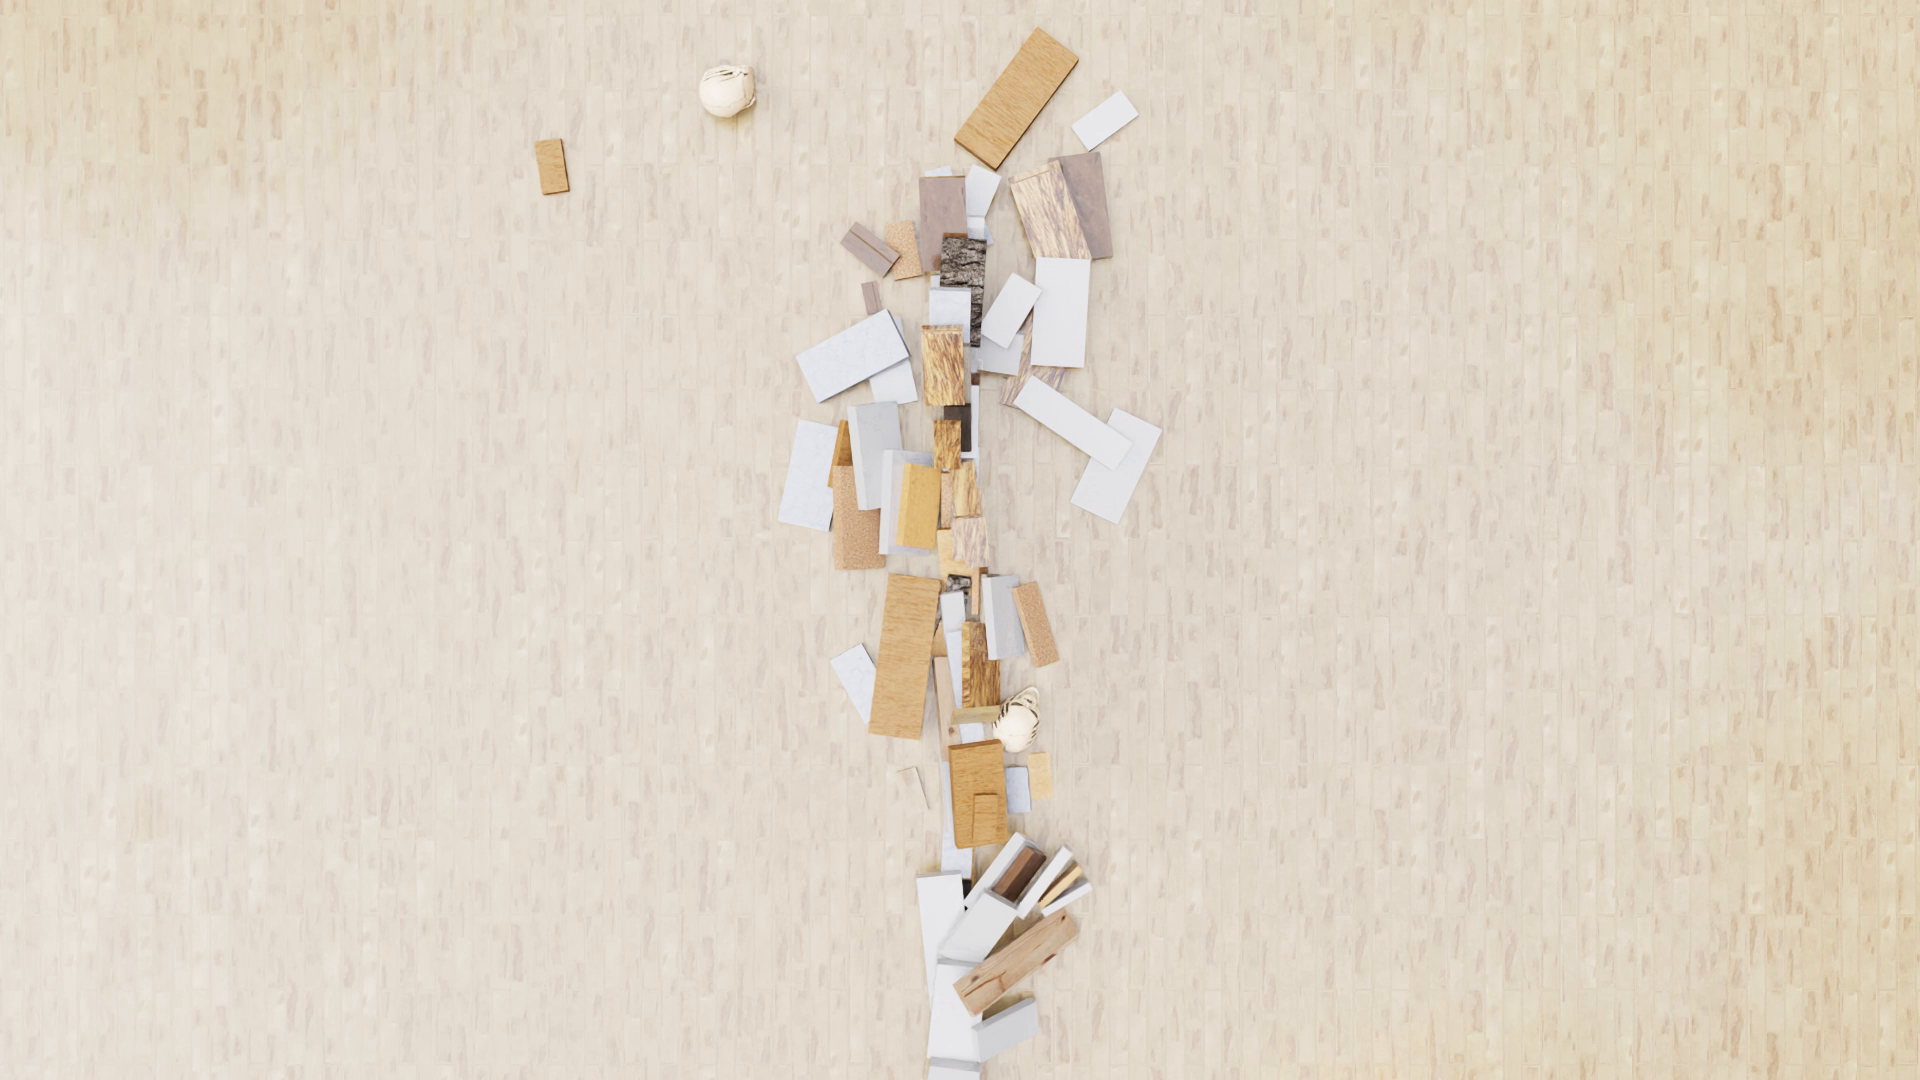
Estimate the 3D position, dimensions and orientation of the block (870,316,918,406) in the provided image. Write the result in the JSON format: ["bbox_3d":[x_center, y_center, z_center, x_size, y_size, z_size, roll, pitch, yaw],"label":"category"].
[{"bbox_3d":[-0.238,-0.587,5.480,0.142,0.040,0.283,-12,90,0],"label":"block"}]

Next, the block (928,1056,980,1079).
[{"bbox_3d":[-0.036,1.853,5.417,0.163,0.046,0.327,8,112,0],"label":"block"}]

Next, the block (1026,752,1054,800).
[{"bbox_3d":[0.265,0.785,5.489,0.076,0.021,0.151,-5,90,0],"label":"block"}]

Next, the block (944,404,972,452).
[{"bbox_3d":[-0.007,-0.361,5.299,0.086,0.024,0.172,1,127,3],"label":"block"}]

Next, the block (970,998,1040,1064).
[{"bbox_3d":[0.149,1.605,5.405,0.241,0.034,0.121,-18,111,-31],"label":"block"}]

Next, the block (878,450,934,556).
[{"bbox_3d":[-0.176,-0.121,5.428,0.170,0.048,0.339,3,90,-39],"label":"block"}]

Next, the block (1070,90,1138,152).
[{"bbox_3d":[0.481,-1.393,5.485,0.205,0.029,0.103,-36,90,0],"label":"block"}]

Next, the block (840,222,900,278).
[{"bbox_3d":[-0.298,-0.963,5.471,0.186,0.026,0.093,39,97,6],"label":"block"}]

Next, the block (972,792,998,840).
[{"bbox_3d":[0.080,0.897,5.348,0.076,0.021,0.151,0,100,-14],"label":"block"}]

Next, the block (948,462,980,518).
[{"bbox_3d":[0.014,-0.164,5.361,0.086,0.024,0.179,-7,74,0],"label":"block"}]

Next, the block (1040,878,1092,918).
[{"bbox_3d":[0.351,1.180,5.454,0.182,0.091,0.026,-30,90,0],"label":"block"}]

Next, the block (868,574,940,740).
[{"bbox_3d":[-0.183,0.384,5.436,0.172,0.049,0.531,8,91,0],"label":"block"}]

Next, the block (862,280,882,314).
[{"bbox_3d":[-0.293,-0.807,5.493,0.053,0.015,0.105,-12,90,0],"label":"block"}]

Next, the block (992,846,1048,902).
[{"bbox_3d":[0.173,1.132,5.432,0.038,0.134,0.267,37,90,29],"label":"block"}]

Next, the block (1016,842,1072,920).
[{"bbox_3d":[0.275,1.119,5.432,0.038,0.134,0.267,37,90,4],"label":"block"}]

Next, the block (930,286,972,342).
[{"bbox_3d":[-0.032,-0.670,5.216,0.128,0.036,0.256,2,117,2],"label":"block"}]

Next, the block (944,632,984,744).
[{"bbox_3d":[0.015,0.481,5.397,0.076,0.021,0.366,-7,80,-14],"label":"block"}]

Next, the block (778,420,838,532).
[{"bbox_3d":[-0.483,-0.213,5.476,0.172,0.049,0.344,12,90,0],"label":"block"}]

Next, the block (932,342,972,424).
[{"bbox_3d":[-0.029,-0.497,5.263,0.128,0.036,0.266,0,117,3],"label":"block"}]

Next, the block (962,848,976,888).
[{"bbox_3d":[-0.001,1.114,5.486,0.099,0.028,0.198,1,90,0],"label":"block"}]

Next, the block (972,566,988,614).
[{"bbox_3d":[0.066,0.165,5.459,0.023,0.081,0.161,1,90,24],"label":"block"}]

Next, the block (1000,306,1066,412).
[{"bbox_3d":[0.267,-0.593,5.475,0.174,0.049,0.347,18,90,0],"label":"block"}]

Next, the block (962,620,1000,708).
[{"bbox_3d":[0.069,0.419,5.401,0.134,0.038,0.288,14,67,-39],"label":"block"}]

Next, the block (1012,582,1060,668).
[{"bbox_3d":[0.250,0.280,5.462,0.091,0.026,0.275,-16,90,-37],"label":"block"}]

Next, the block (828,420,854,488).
[{"bbox_3d":[-0.363,-0.275,5.446,0.113,0.032,0.225,10,91,-40],"label":"block"}]

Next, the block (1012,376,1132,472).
[{"bbox_3d":[0.371,-0.384,5.435,0.400,0.032,0.113,34,90,0],"label":"block"}]

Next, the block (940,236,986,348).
[{"bbox_3d":[0.005,-0.795,5.295,0.142,0.040,0.345,4,84,1],"label":"block"}]

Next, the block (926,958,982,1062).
[{"bbox_3d":[-0.010,1.534,5.377,0.163,0.046,0.327,6,100,-2],"label":"block"}]

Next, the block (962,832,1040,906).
[{"bbox_3d":[0.137,1.097,5.426,0.041,0.145,0.291,37,90,28],"label":"block"}]

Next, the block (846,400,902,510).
[{"bbox_3d":[-0.270,-0.279,5.407,0.170,0.048,0.339,-12,99,-38],"label":"block"}]

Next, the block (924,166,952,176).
[{"bbox_3d":[-0.055,-1.148,5.487,0.088,0.025,0.176,-14,90,-1],"label":"block"}]

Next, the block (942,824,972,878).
[{"bbox_3d":[-0.008,1.017,5.457,0.099,0.028,0.198,3,74,1],"label":"block"}]

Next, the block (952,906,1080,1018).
[{"bbox_3d":[0.187,1.366,5.366,0.468,0.034,0.121,-30,90,-31],"label":"block"}]

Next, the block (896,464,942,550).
[{"bbox_3d":[-0.133,-0.107,5.408,0.134,0.038,0.268,8,87,-39],"label":"block"}]

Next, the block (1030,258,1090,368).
[{"bbox_3d":[0.327,-0.745,5.399,0.174,0.049,0.348,3,99,0],"label":"block"}]

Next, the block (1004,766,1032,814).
[{"bbox_3d":[0.195,0.829,5.479,0.076,0.021,0.151,-5,90,17],"label":"block"}]

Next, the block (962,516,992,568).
[{"bbox_3d":[0.053,0.008,5.371,0.081,0.023,0.161,-6,93,2],"label":"block"}]

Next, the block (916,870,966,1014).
[{"bbox_3d":[-0.043,1.361,5.434,0.145,0.041,0.550,-6,100,0],"label":"block"}]

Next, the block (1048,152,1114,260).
[{"bbox_3d":[0.399,-1.101,5.475,0.174,0.049,0.347,-7,90,0],"label":"block"}]

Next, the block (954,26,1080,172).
[{"bbox_3d":[0.187,-1.462,5.475,0.174,0.049,0.459,37,90,0],"label":"block"}]
